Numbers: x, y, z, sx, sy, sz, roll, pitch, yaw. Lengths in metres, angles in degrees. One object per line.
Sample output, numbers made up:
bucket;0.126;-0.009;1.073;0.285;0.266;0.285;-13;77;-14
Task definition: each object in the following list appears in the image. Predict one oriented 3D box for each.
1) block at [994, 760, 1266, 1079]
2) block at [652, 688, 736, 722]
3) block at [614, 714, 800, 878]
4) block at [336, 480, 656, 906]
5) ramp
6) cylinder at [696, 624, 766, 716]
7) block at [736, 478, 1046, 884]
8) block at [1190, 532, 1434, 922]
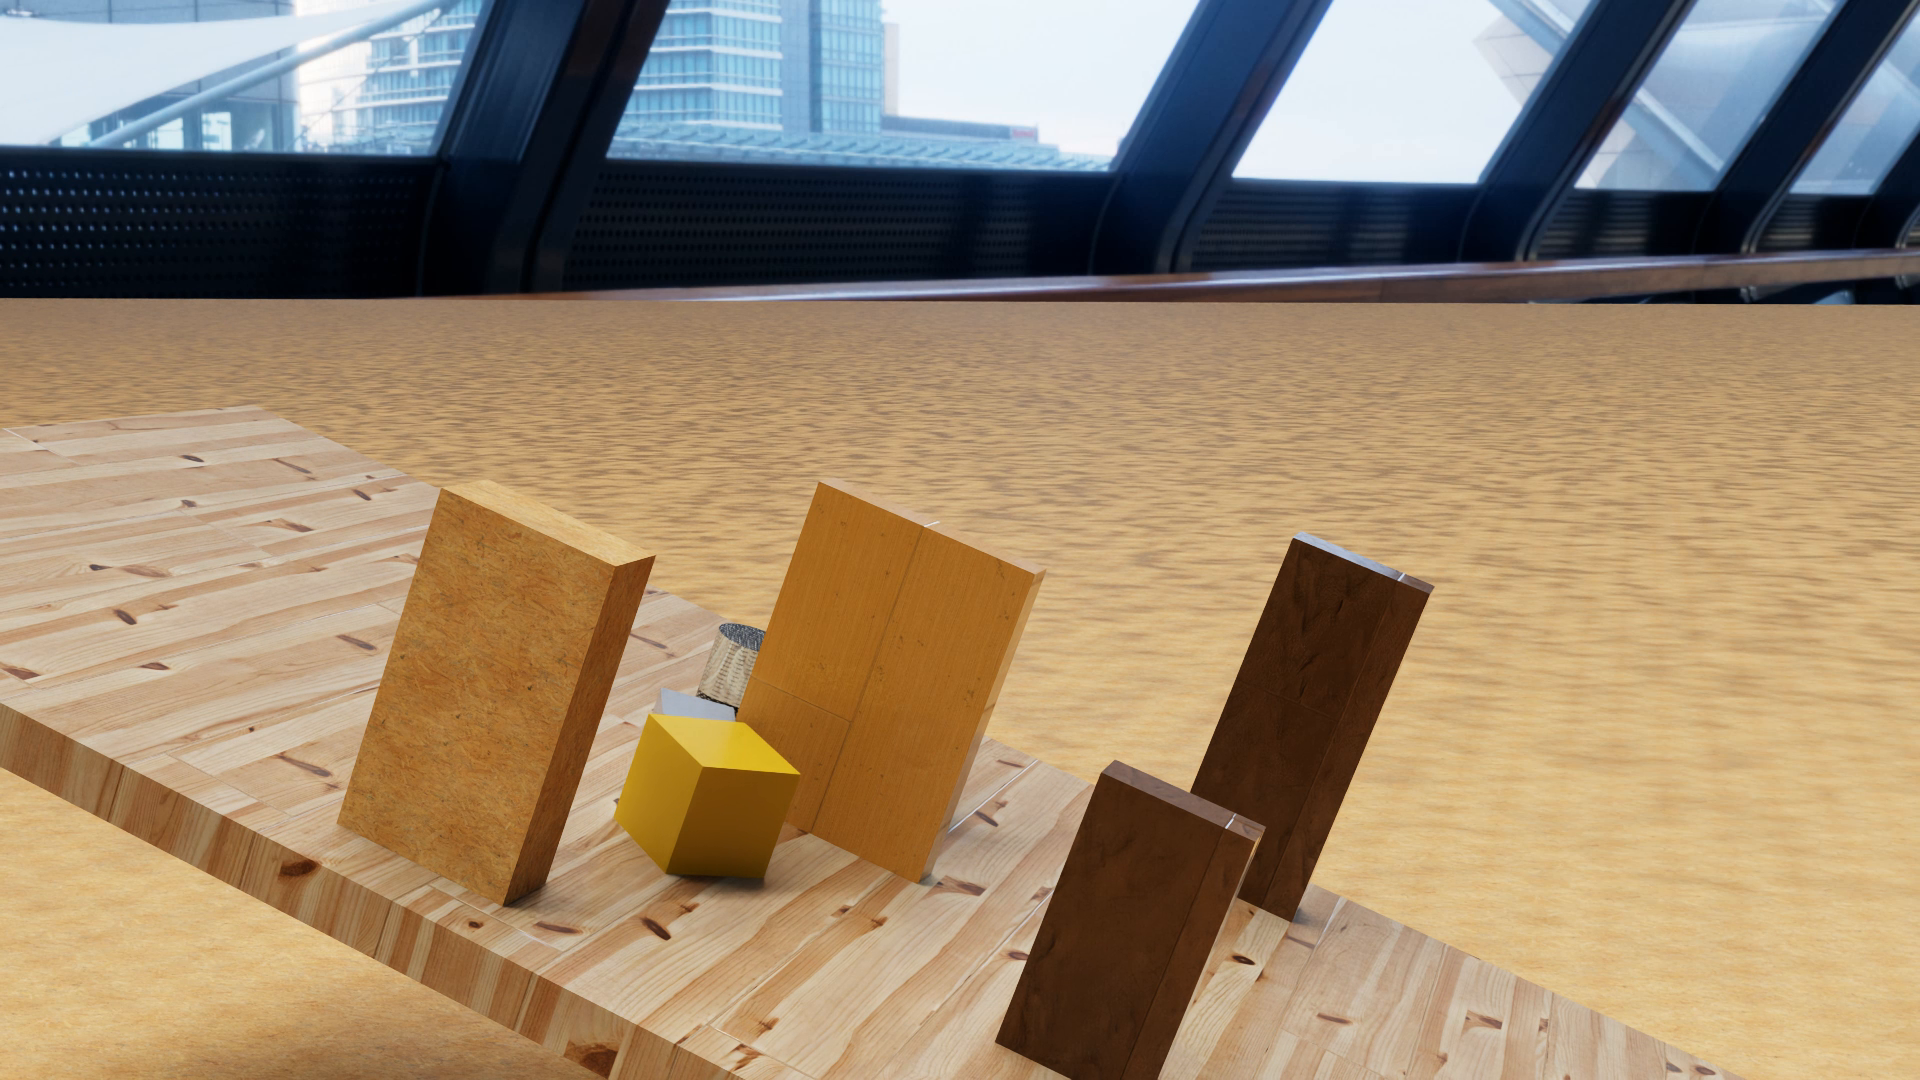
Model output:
block;0.272;0.637;3.542;0.264;0.492;0.098;23;13;13
block;-0.517;0.389;4.163;0.146;0.146;0.146;17;13;-14
block;-0.447;0.451;3.872;0.205;0.205;0.205;10;16;-39
block;-0.732;0.237;3.462;0.311;0.579;0.143;23;13;13
ramp;-0.323;0.585;4.205;4.000;0.100;2.000;23;13;13
cylinder;-0.458;0.285;4.656;0.164;0.164;0.164;19;12;-4
block;-0.158;0.262;4.130;0.444;0.635;0.084;23;13;13
block;0.711;0.394;4.646;0.300;0.761;0.119;23;13;13
